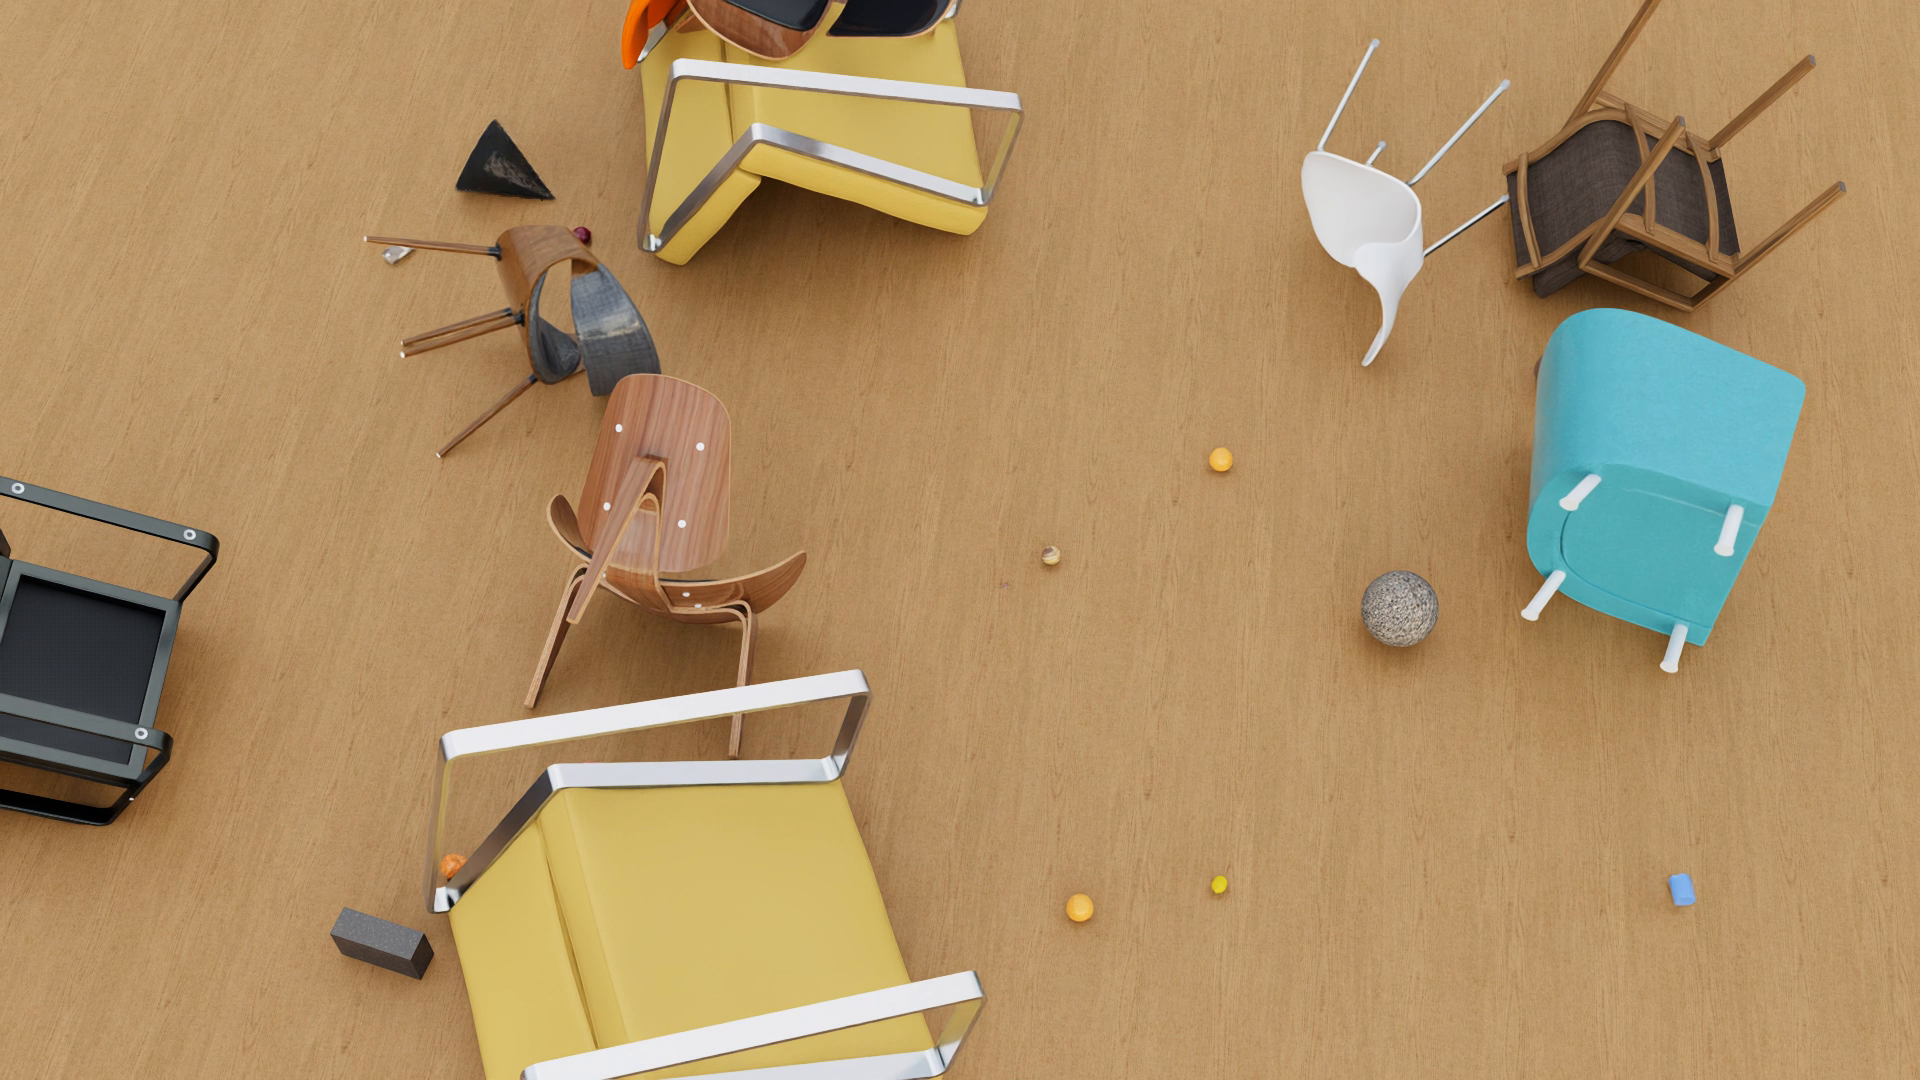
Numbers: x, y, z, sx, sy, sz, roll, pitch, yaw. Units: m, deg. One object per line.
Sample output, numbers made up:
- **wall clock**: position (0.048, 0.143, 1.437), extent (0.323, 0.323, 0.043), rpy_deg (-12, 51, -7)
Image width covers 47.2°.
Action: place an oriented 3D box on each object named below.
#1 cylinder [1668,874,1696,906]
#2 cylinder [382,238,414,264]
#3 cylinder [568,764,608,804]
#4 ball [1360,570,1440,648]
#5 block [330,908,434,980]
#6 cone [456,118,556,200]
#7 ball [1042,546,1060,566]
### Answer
- **cylinder**: position (1.940, 0.941, 5.911), extent (0.056, 0.053, 0.069), rpy_deg (7, 55, -15)
- **cylinder**: position (-1.836, -0.945, 7.188), extent (0.060, 0.034, 0.092), rpy_deg (35, 67, 28)
- **cylinder**: position (-1.027, 0.674, 6.073), extent (0.072, 0.080, 0.089), rpy_deg (31, 78, 19)
- **ball**: position (1.262, 0.197, 6.309), extent (0.220, 0.220, 0.220), rpy_deg (0, 56, 0)
- **block**: position (-1.518, 1.061, 5.780), extent (0.232, 0.135, 0.080), rpy_deg (16, 58, 10)
- **cone**: position (-1.476, -1.207, 7.310), extent (0.297, 0.271, 0.273), rpy_deg (29, 42, -10)
- **ball**: position (0.270, 0.046, 6.509), extent (0.057, 0.057, 0.057), rpy_deg (0, 56, 0)
